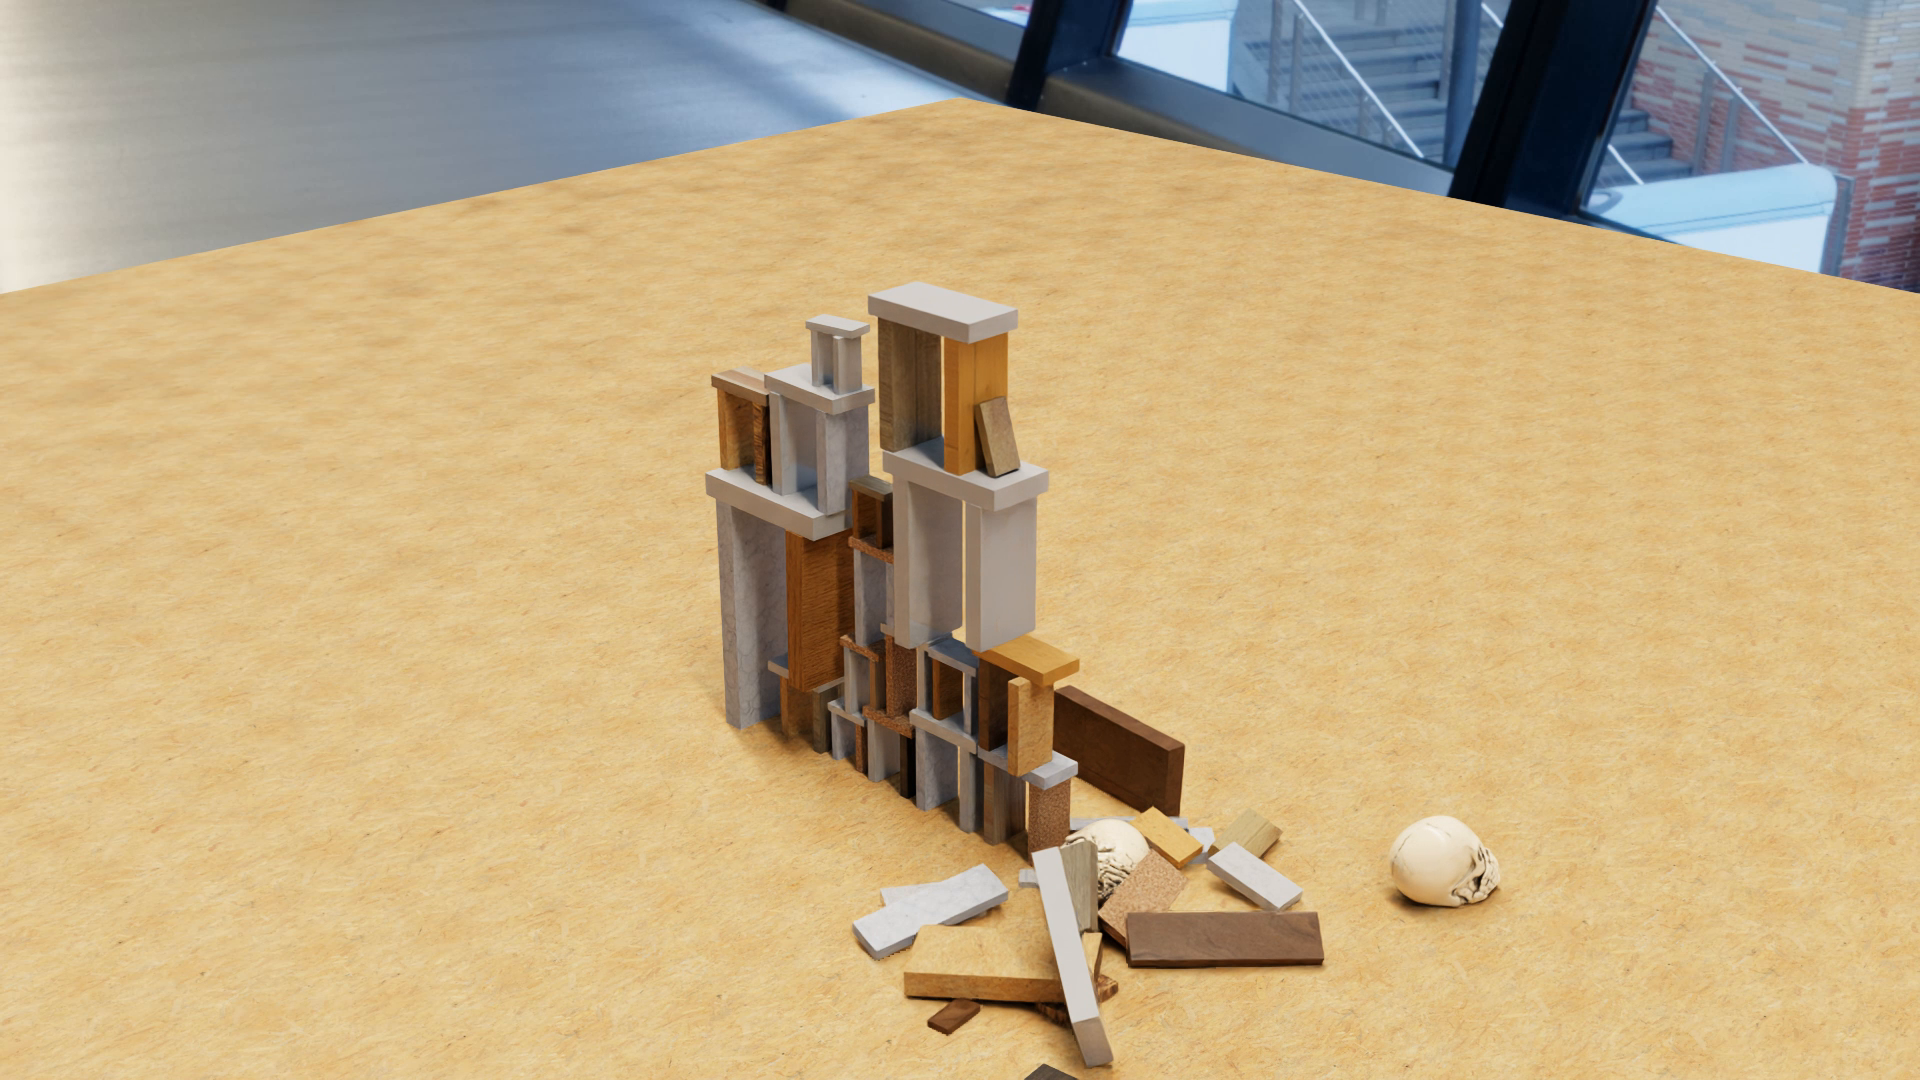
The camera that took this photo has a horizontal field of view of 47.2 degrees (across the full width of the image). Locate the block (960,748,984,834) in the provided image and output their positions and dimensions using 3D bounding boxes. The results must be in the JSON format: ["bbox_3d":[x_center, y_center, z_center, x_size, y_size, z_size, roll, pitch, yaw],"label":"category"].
[{"bbox_3d":[0.042,0.484,4.381,0.027,0.187,0.094,21,31,41],"label":"block"}]

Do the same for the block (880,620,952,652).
[{"bbox_3d":[-0.087,0.185,4.404,0.137,0.019,0.068,21,31,40],"label":"block"}]

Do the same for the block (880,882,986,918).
[{"bbox_3d":[-0.051,0.679,4.126,0.184,0.026,0.092,-5,23,-11],"label":"block"}]

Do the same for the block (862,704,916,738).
[{"bbox_3d":[-0.124,0.363,4.509,0.145,0.021,0.072,21,31,41],"label":"block"}]

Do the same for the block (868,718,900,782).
[{"bbox_3d":[-0.158,0.425,4.573,0.021,0.145,0.072,21,31,41],"label":"block"}]

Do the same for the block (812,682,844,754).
[{"bbox_3d":[-0.277,0.371,4.685,0.022,0.157,0.078,22,31,40],"label":"block"}]

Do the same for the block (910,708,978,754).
[{"bbox_3d":[-0.003,0.368,4.380,0.094,0.027,0.187,-21,31,-41],"label":"block"}]

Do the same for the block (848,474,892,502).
[{"bbox_3d":[-0.166,-0.103,4.355,0.052,0.015,0.104,-21,31,-40],"label":"block"}]

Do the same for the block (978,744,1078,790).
[{"bbox_3d":[0.131,0.425,4.257,0.091,0.026,0.183,-20,30,-39],"label":"block"}]

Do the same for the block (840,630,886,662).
[{"bbox_3d":[-0.186,0.216,4.511,0.116,0.016,0.058,21,31,41],"label":"block"}]

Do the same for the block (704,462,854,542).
[{"bbox_3d":[-0.351,-0.093,4.562,0.175,0.050,0.350,-20,30,-40],"label":"block"}]

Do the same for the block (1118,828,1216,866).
[{"bbox_3d":[0.407,0.600,4.312,0.186,0.026,0.093,-1,23,-2],"label":"block"}]

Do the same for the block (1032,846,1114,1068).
[{"bbox_3d":[0.191,0.704,3.723,0.047,0.165,0.330,-15,49,2],"label":"block"}]

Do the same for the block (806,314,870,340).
[{"bbox_3d":[-0.240,-0.419,4.311,0.116,0.016,0.058,16,27,33],"label":"block"}]

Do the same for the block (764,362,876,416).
[{"bbox_3d":[-0.282,-0.303,4.397,0.109,0.031,0.218,-20,30,-38],"label":"block"}]

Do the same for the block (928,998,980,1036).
[{"bbox_3d":[-0.010,0.823,3.805,0.046,0.013,0.092,17,28,35],"label":"block"}]

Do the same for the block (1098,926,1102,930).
[{"bbox_3d":[0.307,0.685,4.079,0.142,0.020,0.071,-20,3,-38],"label":"block"}]

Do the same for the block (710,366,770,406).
[{"bbox_3d":[-0.424,-0.319,4.545,0.089,0.025,0.177,-21,31,-40],"label":"block"}]

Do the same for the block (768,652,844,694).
[{"bbox_3d":[-0.326,0.278,4.674,0.157,0.022,0.078,21,31,38],"label":"block"}]

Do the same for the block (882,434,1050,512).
[{"bbox_3d":[0.009,-0.131,4.159,0.296,0.042,0.148,21,31,40],"label":"block"}]

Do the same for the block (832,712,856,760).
[{"bbox_3d":[-0.245,0.407,4.659,0.016,0.112,0.056,21,31,41],"label":"block"}]

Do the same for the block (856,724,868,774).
[{"bbox_3d":[-0.192,0.427,4.610,0.016,0.112,0.056,21,31,41],"label":"block"}]

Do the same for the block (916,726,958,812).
[{"bbox_3d":[-0.047,0.449,4.463,0.027,0.187,0.094,21,31,41],"label":"block"}]

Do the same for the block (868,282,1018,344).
[{"bbox_3d":[-0.033,-0.423,4.075,0.262,0.037,0.131,21,31,40],"label":"block"}]

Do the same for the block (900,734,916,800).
[{"bbox_3d":[-0.090,0.452,4.510,0.021,0.145,0.072,21,31,41],"label":"block"}]

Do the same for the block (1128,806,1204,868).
[{"bbox_3d":[0.400,0.579,4.282,0.068,0.019,0.137,-29,48,-31],"label":"block"}]

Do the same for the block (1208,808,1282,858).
[{"bbox_3d":[0.558,0.590,4.300,0.084,0.024,0.167,35,35,17],"label":"block"}]

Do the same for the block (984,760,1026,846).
[{"bbox_3d":[0.089,0.504,4.339,0.091,0.183,0.026,-21,30,-40],"label":"block"}]

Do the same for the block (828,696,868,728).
[{"bbox_3d":[-0.219,0.358,4.609,0.112,0.016,0.056,21,31,41],"label":"block"}]

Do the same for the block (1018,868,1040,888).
[{"bbox_3d":[0.159,0.650,4.213,0.092,0.013,0.046,2,23,4],"label":"block"}]

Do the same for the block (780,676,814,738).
[{"bbox_3d":[-0.351,0.342,4.754,0.022,0.157,0.078,21,31,41],"label":"block"}]

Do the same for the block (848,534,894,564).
[{"bbox_3d":[-0.148,0.013,4.393,0.071,0.020,0.142,-21,31,-40],"label":"block"}]

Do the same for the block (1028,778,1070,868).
[{"bbox_3d":[0.173,0.538,4.259,0.026,0.183,0.091,21,31,40],"label":"block"}]

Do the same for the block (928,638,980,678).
[{"bbox_3d":[0.007,0.230,4.310,0.066,0.019,0.132,-21,31,-40],"label":"block"}]

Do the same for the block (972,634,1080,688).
[{"bbox_3d":[0.124,0.220,4.176,0.097,0.027,0.193,-20,30,-39],"label":"block"}]
